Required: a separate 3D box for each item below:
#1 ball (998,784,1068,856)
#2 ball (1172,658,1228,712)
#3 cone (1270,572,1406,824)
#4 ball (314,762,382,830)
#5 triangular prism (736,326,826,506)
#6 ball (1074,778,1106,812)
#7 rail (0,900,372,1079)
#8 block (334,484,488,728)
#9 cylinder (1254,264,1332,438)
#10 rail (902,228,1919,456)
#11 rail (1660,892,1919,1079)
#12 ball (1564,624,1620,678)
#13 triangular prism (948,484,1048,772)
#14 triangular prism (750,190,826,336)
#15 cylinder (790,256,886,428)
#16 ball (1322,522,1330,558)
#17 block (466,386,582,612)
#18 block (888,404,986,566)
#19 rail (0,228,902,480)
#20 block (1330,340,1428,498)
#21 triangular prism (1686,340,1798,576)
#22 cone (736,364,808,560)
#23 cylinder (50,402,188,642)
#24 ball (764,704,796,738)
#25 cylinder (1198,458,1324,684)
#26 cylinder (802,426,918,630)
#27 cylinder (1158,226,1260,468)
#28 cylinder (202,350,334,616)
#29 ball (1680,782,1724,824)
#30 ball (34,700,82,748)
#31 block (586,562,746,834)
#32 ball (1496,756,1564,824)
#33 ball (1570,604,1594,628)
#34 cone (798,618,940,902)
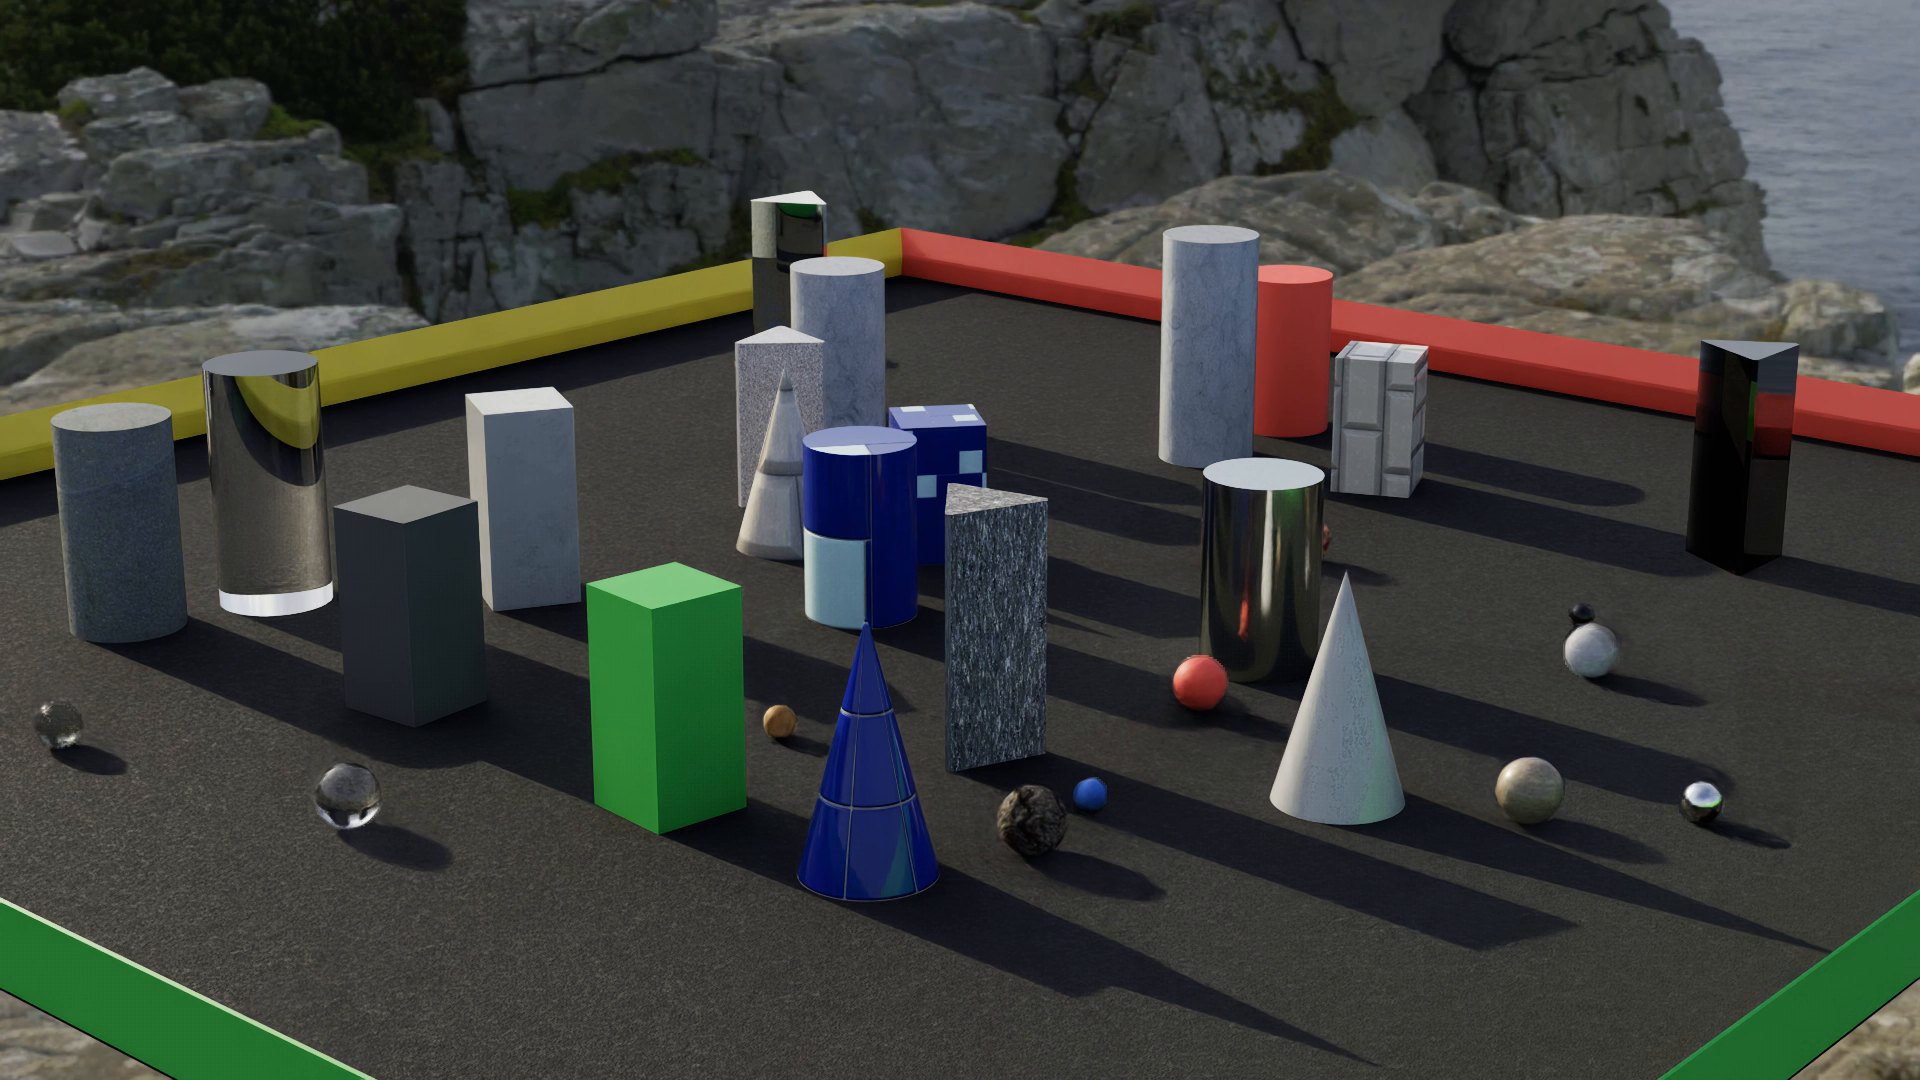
[{"bbox_3d":[0.099,0.383,4.009,0.097,0.097,0.097,0,17,0],"label":"ball"},{"bbox_3d":[0.373,0.224,4.556,0.084,0.084,0.084,0,17,0],"label":"ball"},{"bbox_3d":[0.542,0.207,4.162,0.193,0.345,0.193,0,17,0],"label":"cone"},{"bbox_3d":[-0.856,0.358,4.099,0.093,0.093,0.093,0,17,0],"label":"ball"},{"bbox_3d":[-0.345,-0.241,5.685,0.167,0.323,0.145,-1,17,-3],"label":"triangular prism"},{"bbox_3d":[0.184,0.362,4.163,0.047,0.047,0.047,0,17,0],"label":"ball"},{"bbox_3d":[-1.283,0.458,3.706,3.852,0.126,0.045,14,22,39],"label":"rail"},{"bbox_3d":[-0.851,0.100,4.549,0.155,0.326,0.155,12,21,35],"label":"block"},{"bbox_3d":[0.686,-0.401,6.205,0.193,0.329,0.193,0,17,0],"label":"cylinder"},{"bbox_3d":[1.283,-0.395,6.535,3.852,0.126,0.045,14,22,39],"label":"rail"},{"bbox_3d":[1.436,0.392,3.926,0.045,0.126,3.961,14,22,39],"label":"rail"},{"bbox_3d":[1.015,0.178,4.709,0.086,0.086,0.086,0,17,0],"label":"ball"},{"bbox_3d":[0.021,0.122,4.358,0.167,0.394,0.145,-9,19,-27],"label":"triangular prism"},{"bbox_3d":[-0.348,-0.520,6.376,0.167,0.458,0.145,5,17,15],"label":"triangular prism"},{"bbox_3d":[-0.250,-0.375,6.028,0.193,0.382,0.193,0,17,0],"label":"cylinder"},{"bbox_3d":[0.628,-0.001,5.301,0.086,0.086,0.086,0,17,0],"label":"ball"},{"bbox_3d":[-0.757,-0.072,5.082,0.155,0.349,0.155,-6,18,-20],"label":"block"},{"bbox_3d":[-0.041,-0.101,5.336,0.155,0.256,0.155,-3,17,-9],"label":"block"},{"bbox_3d":[-1.436,-0.329,6.314,0.045,0.126,3.961,14,22,39],"label":"rail"},{"bbox_3d":[0.826,-0.239,5.771,0.155,0.269,0.155,5,18,18],"label":"block"},{"bbox_3d":[1.389,-0.157,5.283,0.145,0.395,0.167,14,22,38],"label":"triangular prism"},{"bbox_3d":[-0.317,-0.156,5.366,0.193,0.344,0.193,0,17,0],"label":"cone"},{"bbox_3d":[-1.408,-0.031,4.917,0.193,0.364,0.193,0,17,0],"label":"cylinder"},{"bbox_3d":[-0.273,0.275,4.446,0.051,0.051,0.051,0,17,0],"label":"ball"},{"bbox_3d":[0.485,0.048,4.727,0.193,0.323,0.193,0,17,0],"label":"cylinder"},{"bbox_3d":[-0.169,-0.022,4.991,0.193,0.305,0.193,0,17,0],"label":"cylinder"},{"bbox_3d":[0.504,-0.393,5.952,0.193,0.461,0.193,0,17,0],"label":"cylinder"},{"bbox_3d":[-1.190,-0.099,5.045,0.193,0.421,0.193,0,17,0],"label":"cylinder"},{"bbox_3d":[1.043,0.369,4.122,0.058,0.058,0.058,0,17,0],"label":"ball"},{"bbox_3d":[-1.355,0.276,4.406,0.071,0.071,0.071,0,17,0],"label":"ball"},{"bbox_3d":[-0.414,0.221,4.141,0.155,0.330,0.155,-14,22,-40],"label":"block"},{"bbox_3d":[0.800,0.351,4.118,0.094,0.094,0.094,0,17,0],"label":"ball"},{"bbox_3d":[1.049,0.129,4.944,0.042,0.042,0.042,0,17,0],"label":"ball"},{"bbox_3d":[-0.123,0.273,3.905,0.193,0.367,0.193,0,17,0],"label":"cone"}]
